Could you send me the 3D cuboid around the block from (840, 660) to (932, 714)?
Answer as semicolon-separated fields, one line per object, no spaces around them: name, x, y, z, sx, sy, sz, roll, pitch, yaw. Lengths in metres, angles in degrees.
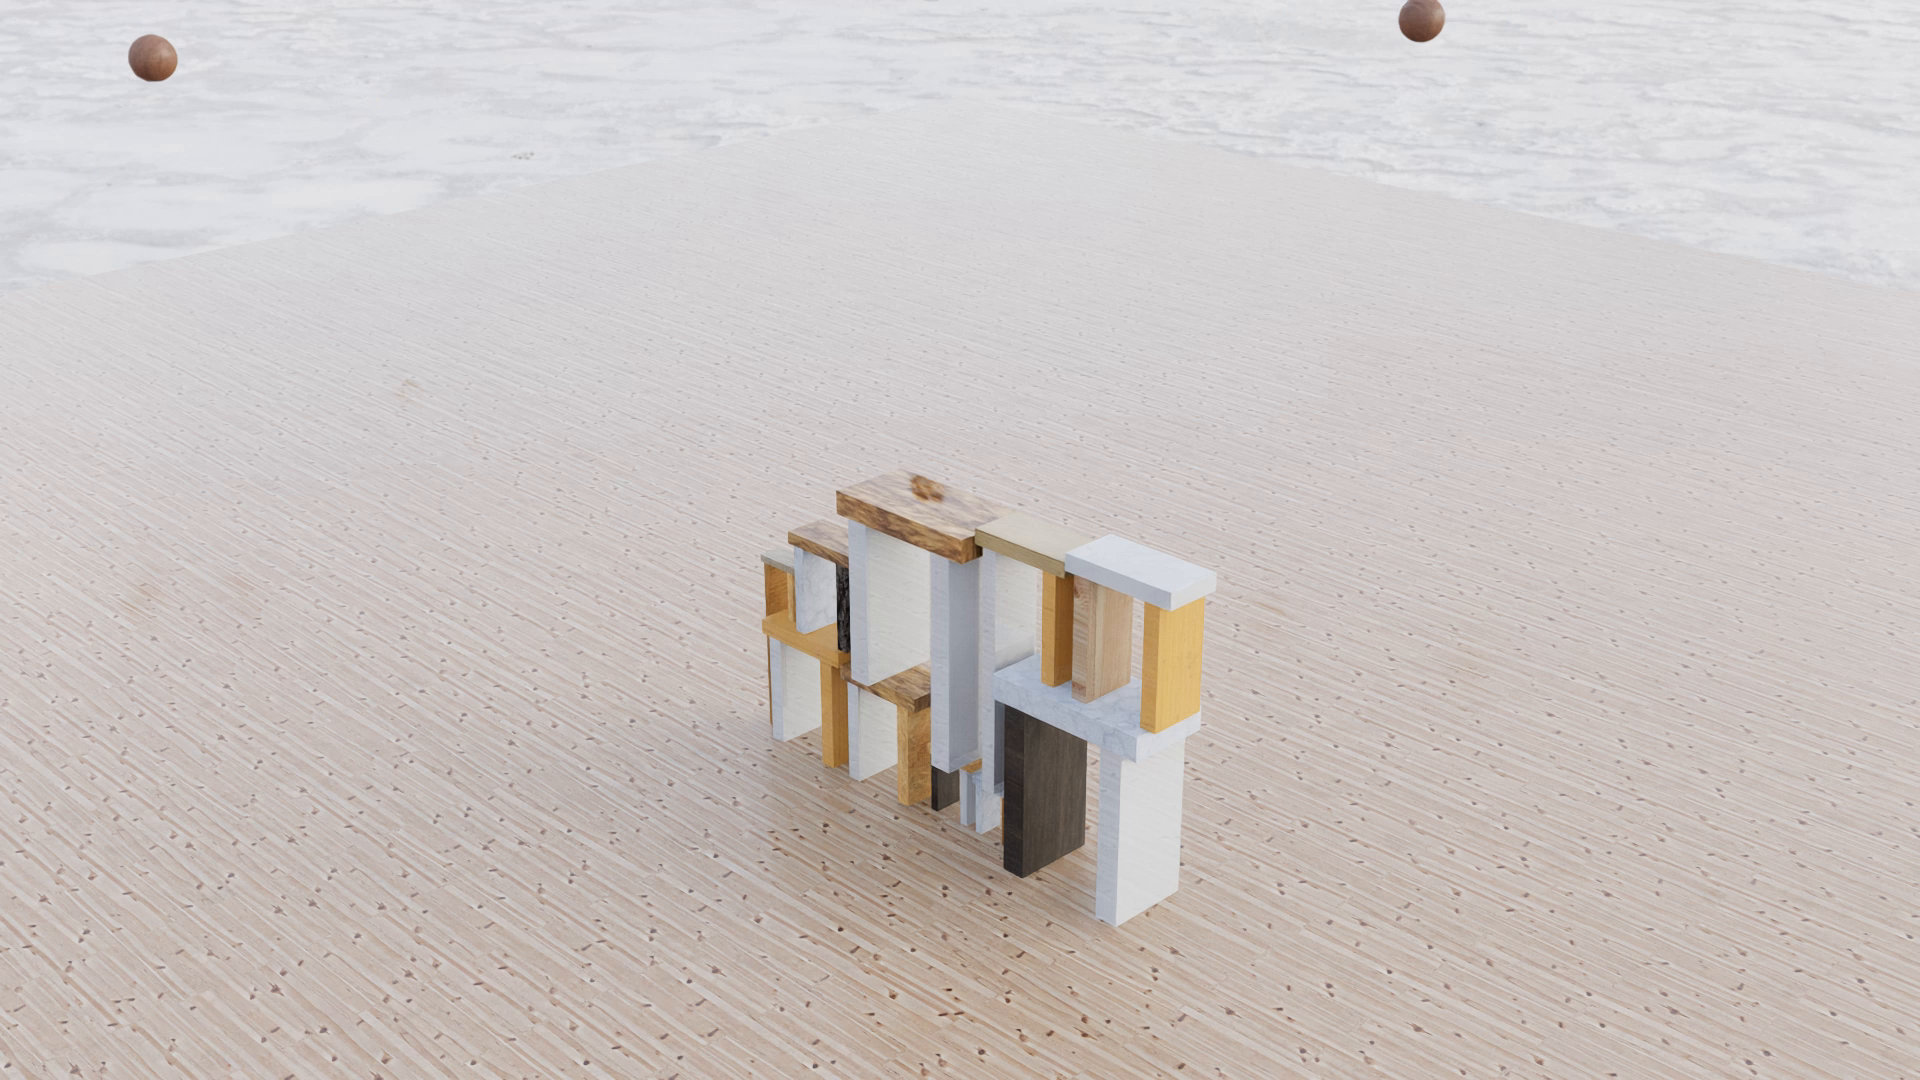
block;-0.129;0.286;4.482;0.110;0.031;0.221;-21;31;-41

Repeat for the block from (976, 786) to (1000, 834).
block;0.056;0.528;4.380;0.015;0.107;0.054;21;31;41

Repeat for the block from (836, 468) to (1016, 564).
block;-0.058;-0.050;4.273;0.175;0.050;0.350;-21;31;-40

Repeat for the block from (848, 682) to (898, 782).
block;-0.181;0.381;4.580;0.110;0.221;0.031;-21;31;-41

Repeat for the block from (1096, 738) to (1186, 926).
block;0.334;0.520;4.076;0.051;0.358;0.179;21;31;41

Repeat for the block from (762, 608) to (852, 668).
block;-0.292;0.199;4.631;0.241;0.034;0.121;21;31;41

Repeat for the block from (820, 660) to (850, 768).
block;-0.235;0.348;4.632;0.034;0.241;0.121;21;31;41

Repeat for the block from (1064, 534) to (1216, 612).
block;0.319;0.056;3.903;0.248;0.035;0.124;21;31;41

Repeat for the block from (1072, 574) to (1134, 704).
block;0.261;0.163;4.012;0.035;0.247;0.124;21;31;41

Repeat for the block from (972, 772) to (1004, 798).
block;0.081;0.481;4.333;0.107;0.015;0.054;21;31;41

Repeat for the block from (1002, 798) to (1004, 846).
block;0.106;0.547;4.334;0.015;0.107;0.054;21;31;41

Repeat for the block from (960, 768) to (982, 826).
block;0.030;0.505;4.409;0.063;0.126;0.018;-21;31;-41

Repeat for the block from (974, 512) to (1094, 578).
block;0.148;0.008;4.070;0.228;0.032;0.114;21;31;41

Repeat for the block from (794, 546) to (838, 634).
block;-0.299;0.091;4.594;0.027;0.193;0.096;21;31;41

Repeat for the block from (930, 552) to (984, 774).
block;0.023;0.217;4.296;0.175;0.458;0.050;-21;31;-40

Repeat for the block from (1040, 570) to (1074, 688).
block;0.202;0.149;4.071;0.032;0.228;0.114;21;31;41

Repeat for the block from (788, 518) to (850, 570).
block;-0.253;0.008;4.509;0.096;0.027;0.193;-21;31;-40

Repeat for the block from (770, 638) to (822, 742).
block;-0.349;0.304;4.737;0.034;0.241;0.121;21;31;41

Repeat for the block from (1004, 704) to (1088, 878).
block;0.165;0.454;4.231;0.051;0.358;0.179;21;31;41

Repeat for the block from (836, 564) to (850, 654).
block;-0.208;0.127;4.511;0.096;0.193;0.027;-21;31;-41

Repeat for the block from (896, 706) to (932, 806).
block;-0.077;0.422;4.484;0.031;0.220;0.110;21;31;41

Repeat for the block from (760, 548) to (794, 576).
block;-0.364;0.045;4.646;0.111;0.016;0.055;21;31;41

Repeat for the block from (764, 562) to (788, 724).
block;-0.390;0.220;4.748;0.016;0.386;0.055;21;31;41

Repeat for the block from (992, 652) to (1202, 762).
block;0.250;0.299;4.074;0.358;0.051;0.179;21;31;41

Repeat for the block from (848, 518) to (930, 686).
block;-0.140;0.102;4.427;0.175;0.350;0.050;-21;31;-41

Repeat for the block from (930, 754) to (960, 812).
block;-0.030;0.482;4.464;0.063;0.126;0.018;-21;31;-41

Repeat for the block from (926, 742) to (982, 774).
block;0.000;0.427;4.409;0.063;0.018;0.126;-21;31;-40

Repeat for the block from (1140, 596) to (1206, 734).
block;0.378;0.209;3.905;0.035;0.247;0.124;21;31;41

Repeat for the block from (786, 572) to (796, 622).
block;-0.338;0.114;4.646;0.016;0.111;0.055;21;31;41

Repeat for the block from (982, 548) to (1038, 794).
block;0.095;0.239;4.226;0.032;0.514;0.114;21;31;41
